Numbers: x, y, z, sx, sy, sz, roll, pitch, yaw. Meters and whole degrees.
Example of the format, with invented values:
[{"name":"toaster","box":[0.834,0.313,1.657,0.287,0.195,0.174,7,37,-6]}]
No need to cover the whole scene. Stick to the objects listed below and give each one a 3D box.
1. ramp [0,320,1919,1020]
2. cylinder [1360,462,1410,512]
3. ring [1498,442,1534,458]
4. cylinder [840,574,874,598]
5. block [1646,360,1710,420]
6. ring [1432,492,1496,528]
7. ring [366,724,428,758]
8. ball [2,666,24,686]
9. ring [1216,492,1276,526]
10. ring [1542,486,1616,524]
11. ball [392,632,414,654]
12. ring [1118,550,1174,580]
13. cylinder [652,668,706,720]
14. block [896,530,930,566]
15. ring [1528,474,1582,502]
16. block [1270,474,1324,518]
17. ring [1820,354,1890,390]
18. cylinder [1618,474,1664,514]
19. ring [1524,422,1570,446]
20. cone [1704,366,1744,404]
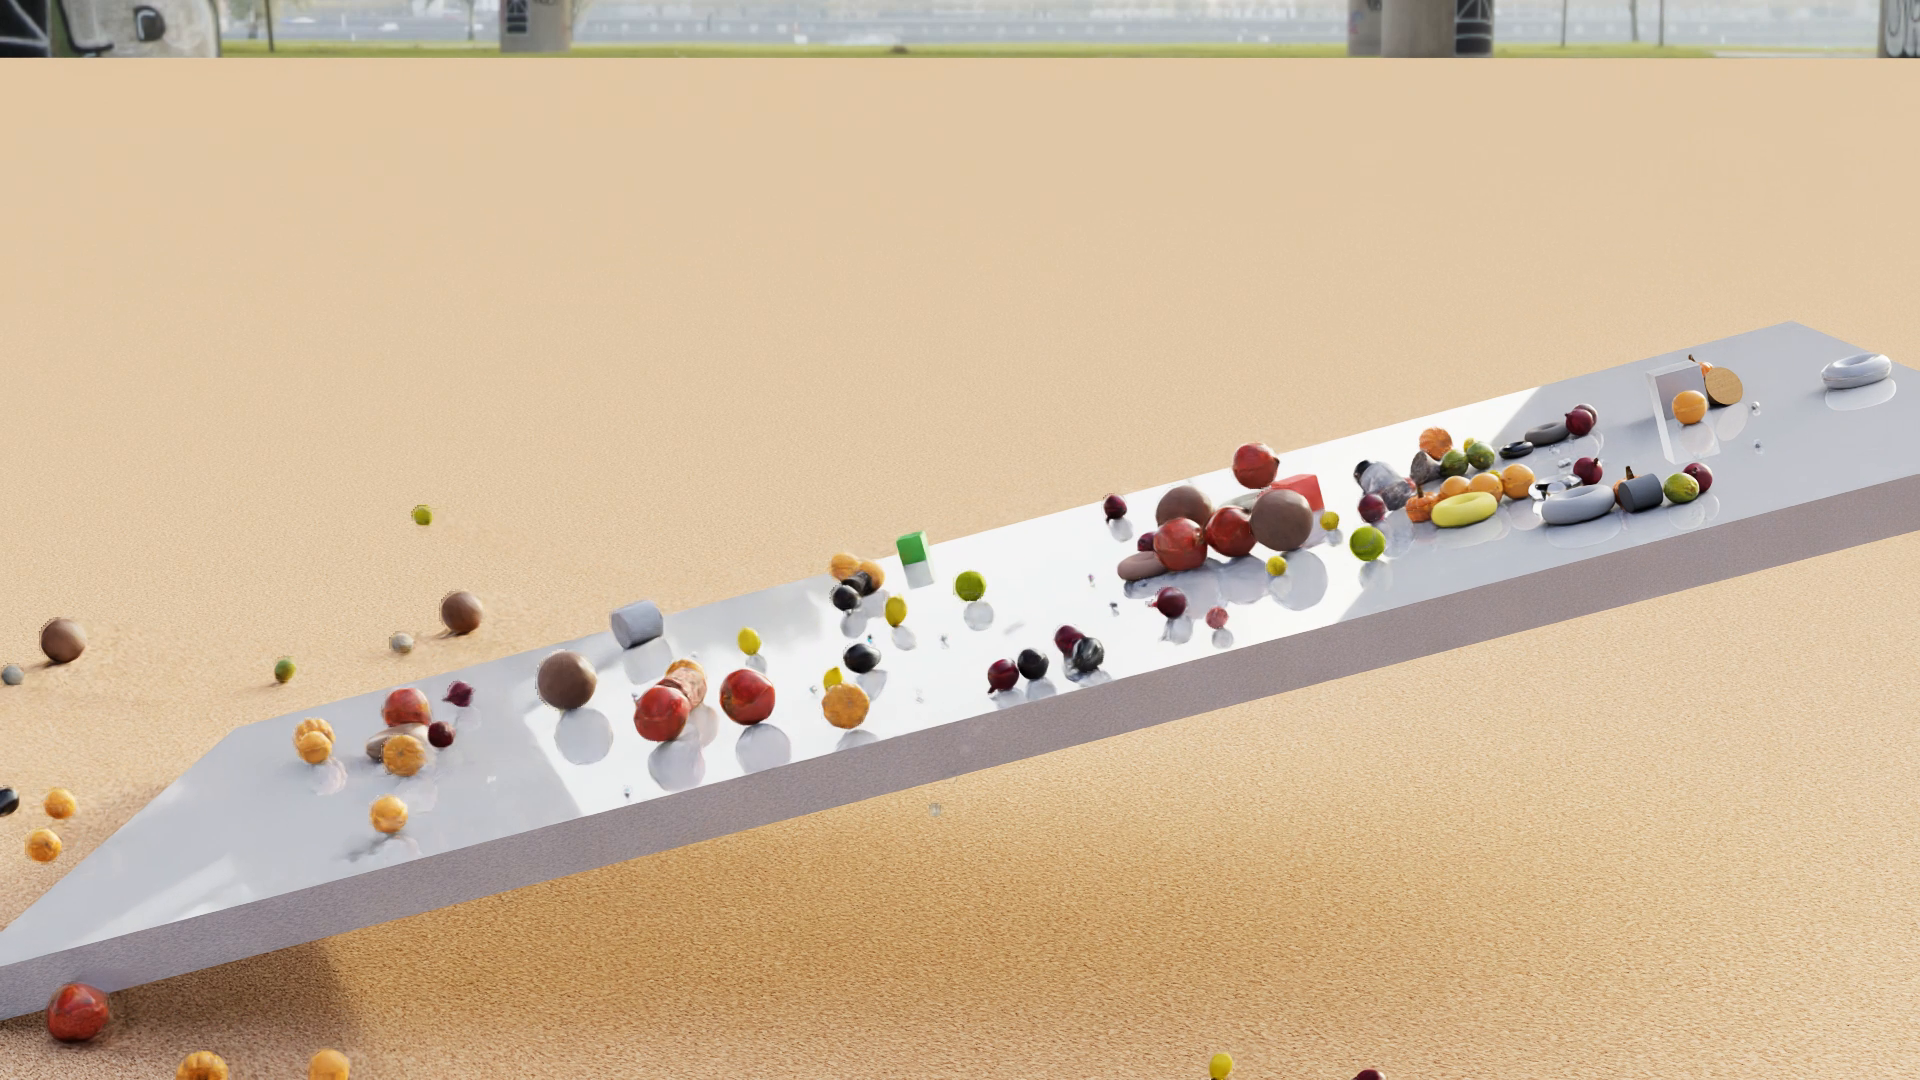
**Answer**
[{"name":"ramp","box":[0.080,0.191,6.330,4.000,0.100,2.000,-15,9,4]},{"name":"cylinder","box":[0.892,-0.112,6.168,0.077,0.077,0.077,-5,36,-25]},{"name":"ring","box":[1.210,-0.196,6.397,0.077,0.026,0.077,-14,9,2]},{"name":"cylinder","box":[-0.240,0.108,6.861,0.054,0.054,0.054,-6,12,-43]},{"name":"block","box":[1.554,-0.325,6.369,0.099,0.099,0.099,-15,9,3]},{"name":"ring","box":[1.005,-0.060,5.865,0.132,0.044,0.132,-15,10,3]},{"name":"ring","box":[-1.247,0.446,6.519,0.144,0.048,0.144,-15,10,3]},{"name":"ball","box":[-2.688,0.386,8.345,0.059,0.059,0.059,0,10,0]},{"name":"ring","box":[0.637,-0.069,6.507,0.146,0.049,0.146,-16,8,2]},{"name":"ring","box":[1.180,-0.067,5.612,0.144,0.048,0.144,-16,8,2]},{"name":"ball","box":[-1.663,0.309,8.768,0.064,0.064,0.064,0,10,0]},{"name":"ring","box":[0.391,0.054,6.197,0.122,0.041,0.122,-12,12,3]},{"name":"cylinder","box":[-0.580,0.316,6.079,0.086,0.086,0.086,4,16,20]},{"name":"block","box":[-0.113,0.019,7.159,0.063,0.063,0.063,-14,9,11]},{"name":"ring","box":[1.187,-0.104,5.859,0.108,0.036,0.108,-14,9,2]},{"name":"block","box":[0.737,-0.097,6.424,0.075,0.075,0.075,-19,10,-22]},{"name":"ring","box":[1.880,-0.354,6.173,0.145,0.048,0.145,-15,11,3]},{"name":"cylinder","box":[1.280,-0.088,5.530,0.061,0.061,0.061,-17,13,-9]},{"name":"ring","box":[1.290,-0.233,6.459,0.101,0.034,0.101,-16,9,3]},{"name":"cone","box":[1.630,-0.313,6.361,0.091,0.091,0.091,-4,-23,-20]}]
